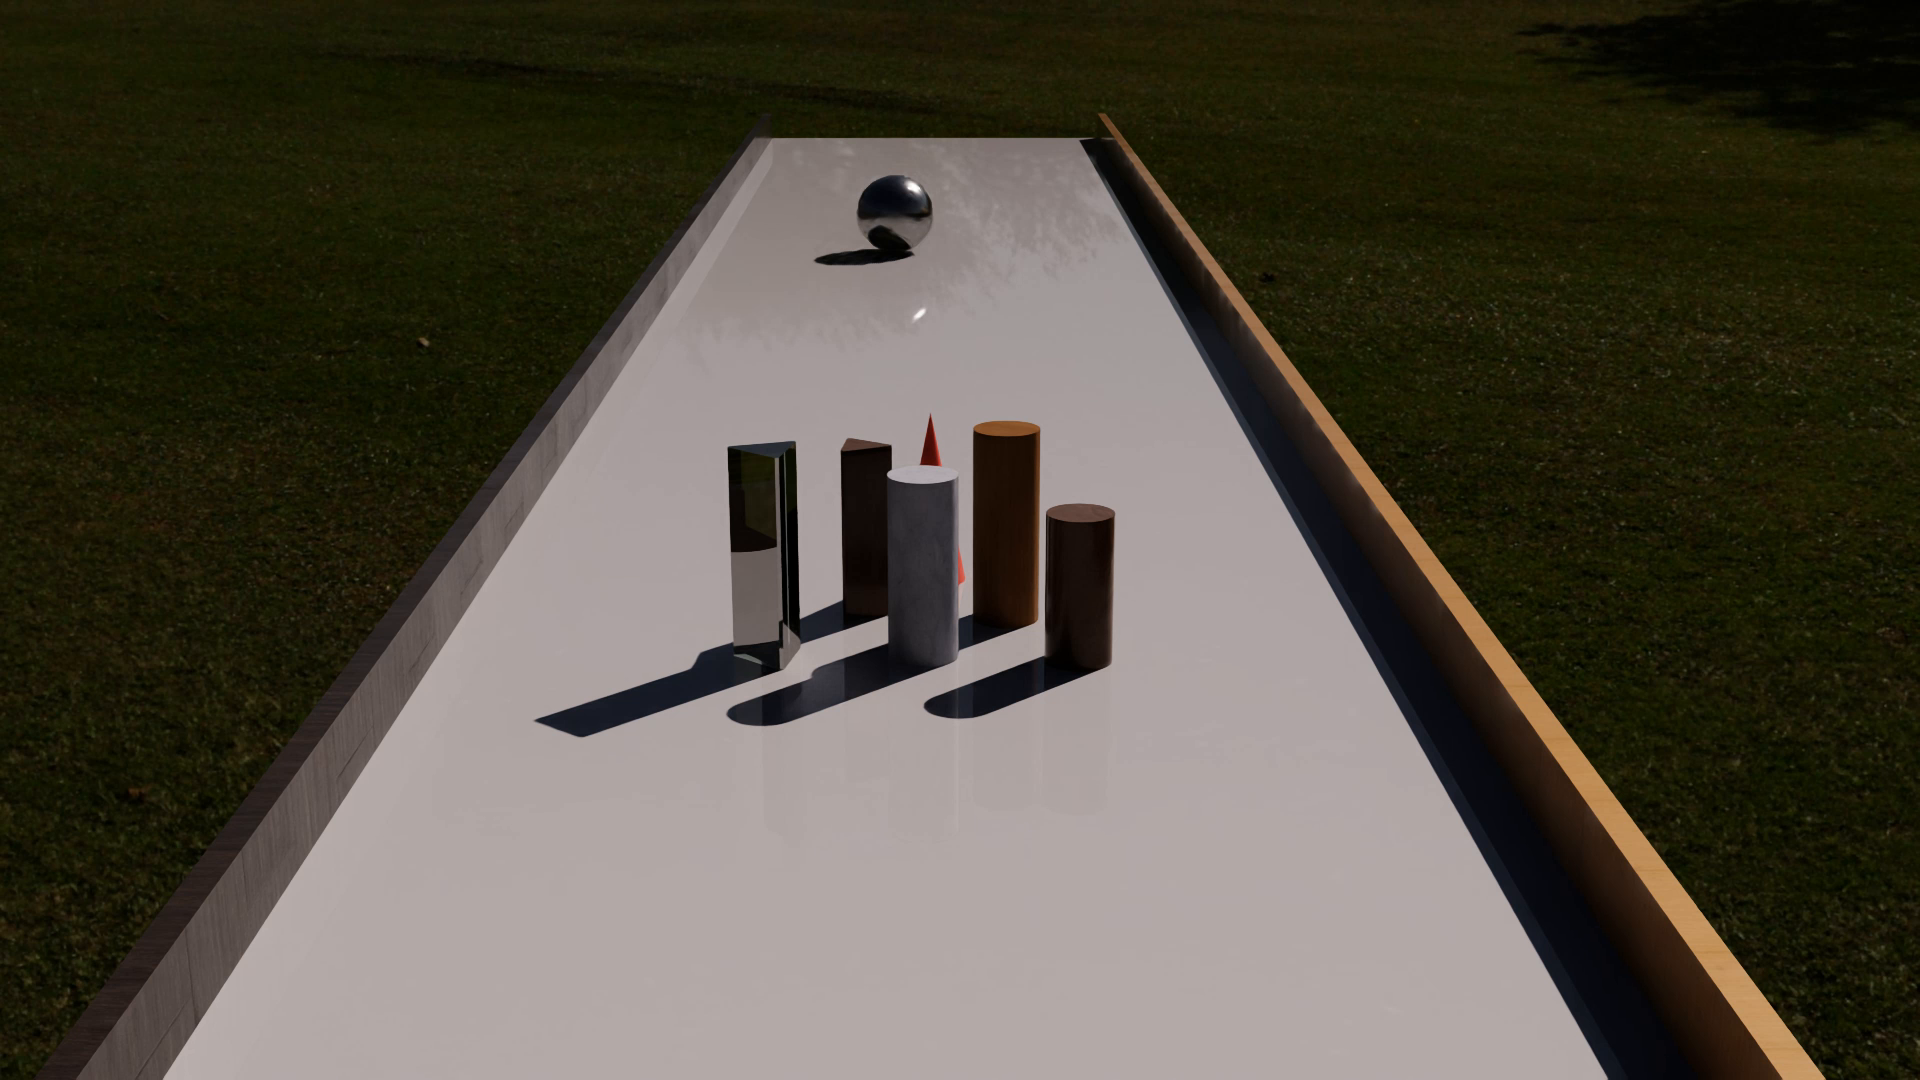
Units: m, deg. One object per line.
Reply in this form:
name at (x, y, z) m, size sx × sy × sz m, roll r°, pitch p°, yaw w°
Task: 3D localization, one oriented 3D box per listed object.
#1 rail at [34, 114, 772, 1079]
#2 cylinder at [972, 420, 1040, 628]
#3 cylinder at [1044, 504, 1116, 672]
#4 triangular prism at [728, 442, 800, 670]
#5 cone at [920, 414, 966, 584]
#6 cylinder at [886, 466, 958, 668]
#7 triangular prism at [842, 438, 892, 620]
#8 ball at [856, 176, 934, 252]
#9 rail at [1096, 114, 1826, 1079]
rail at (-1.118, -0.838, 7.780) m, size 0.050 × 0.150 × 12.000 m, roll 0°, pitch 17°, yaw -1°
cylinder at (0.097, -0.033, 4.612) m, size 0.139 × 0.414 × 0.139 m, roll 0°, pitch 17°, yaw 0°
cylinder at (0.238, 0.094, 4.372) m, size 0.137 × 0.307 × 0.137 m, roll 0°, pitch 17°, yaw 0°
triangular prism at (-0.366, 0.024, 4.384) m, size 0.137 × 0.434 × 0.118 m, roll 14°, pitch 21°, yaw 39°
cone at (-0.065, -0.097, 4.882) m, size 0.154 × 0.383 × 0.154 m, roll 0°, pitch 17°, yaw 0°
cylinder at (-0.074, 0.052, 4.386) m, size 0.141 × 0.379 × 0.141 m, roll 0°, pitch 17°, yaw 0°
triangular prism at (-0.215, -0.026, 4.664) m, size 0.114 × 0.370 × 0.098 m, roll -8°, pitch 18°, yaw -25°
ball at (-0.275, -1.379, 9.296) m, size 0.323 × 0.323 × 0.323 m, roll 0°, pitch 17°, yaw 0°
rail at (0.932, -0.844, 7.801) m, size 0.050 × 0.150 × 12.000 m, roll 0°, pitch 17°, yaw -1°
